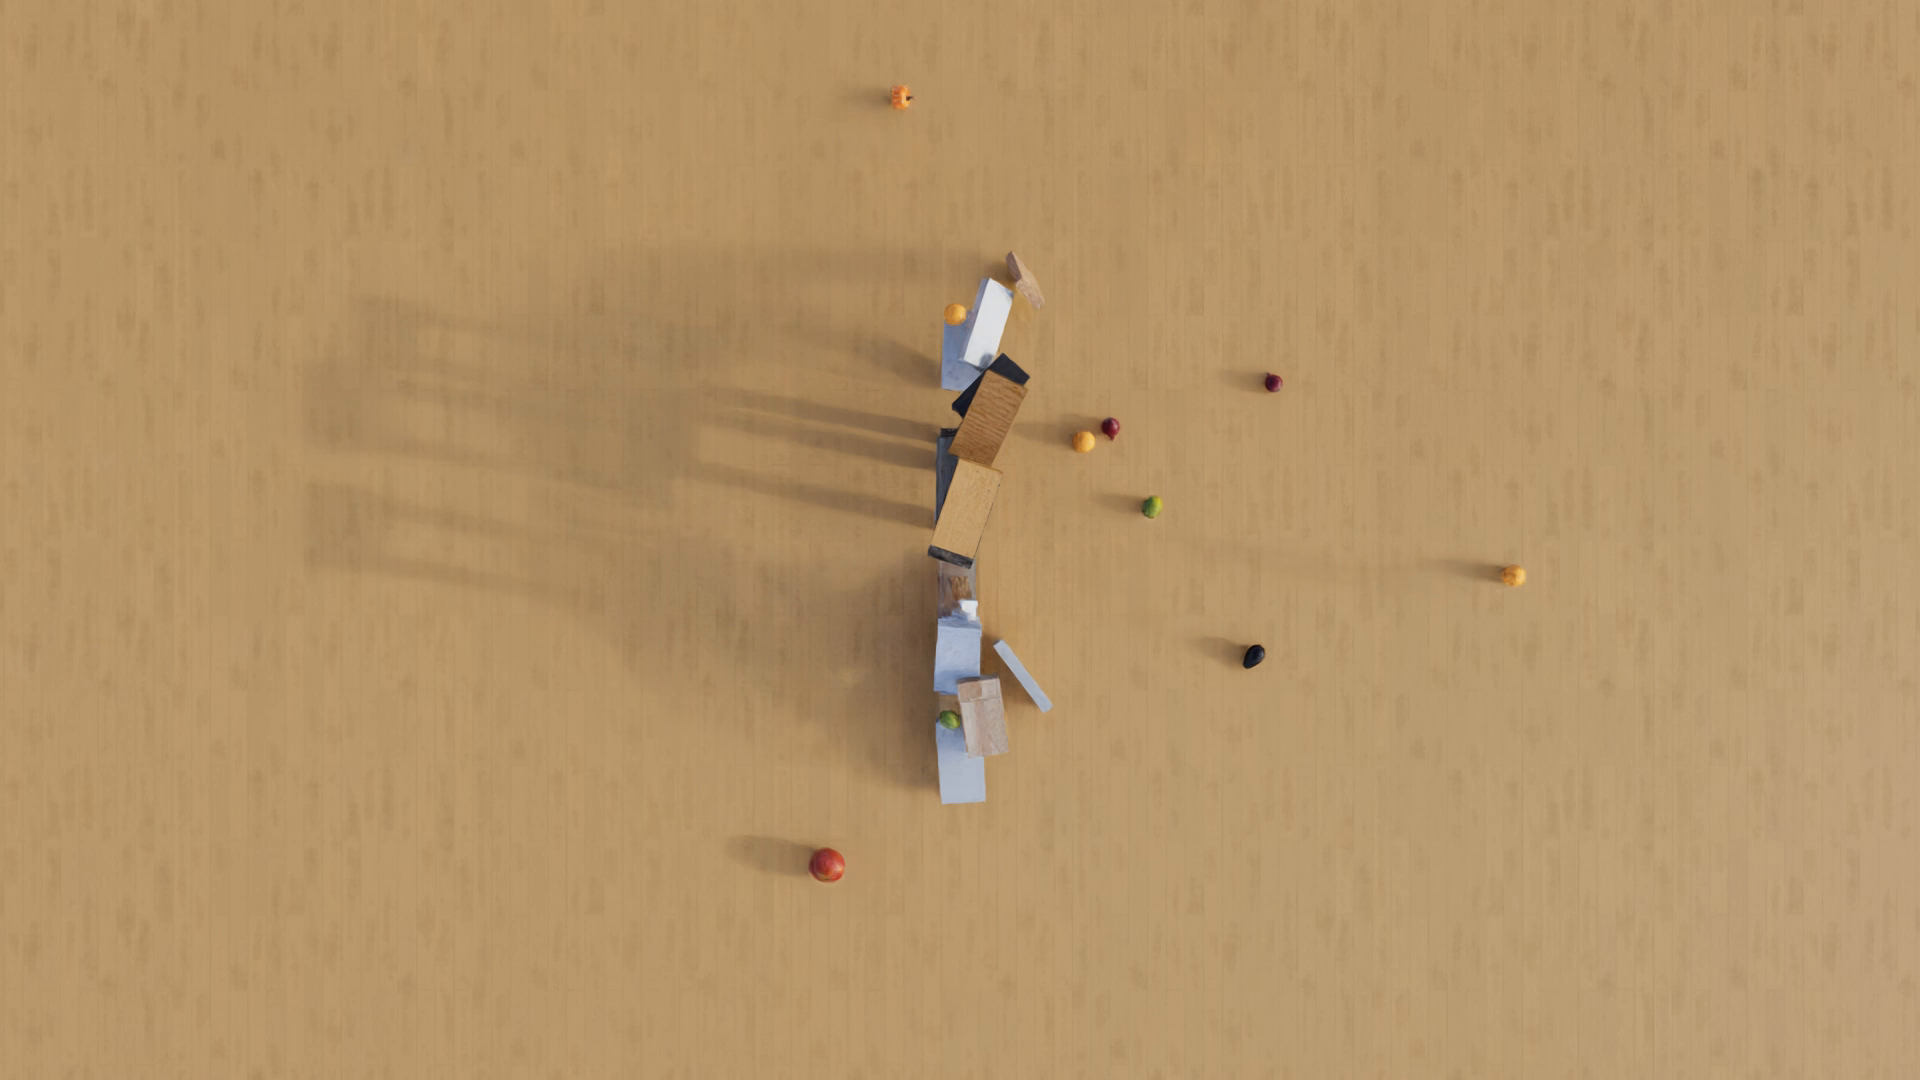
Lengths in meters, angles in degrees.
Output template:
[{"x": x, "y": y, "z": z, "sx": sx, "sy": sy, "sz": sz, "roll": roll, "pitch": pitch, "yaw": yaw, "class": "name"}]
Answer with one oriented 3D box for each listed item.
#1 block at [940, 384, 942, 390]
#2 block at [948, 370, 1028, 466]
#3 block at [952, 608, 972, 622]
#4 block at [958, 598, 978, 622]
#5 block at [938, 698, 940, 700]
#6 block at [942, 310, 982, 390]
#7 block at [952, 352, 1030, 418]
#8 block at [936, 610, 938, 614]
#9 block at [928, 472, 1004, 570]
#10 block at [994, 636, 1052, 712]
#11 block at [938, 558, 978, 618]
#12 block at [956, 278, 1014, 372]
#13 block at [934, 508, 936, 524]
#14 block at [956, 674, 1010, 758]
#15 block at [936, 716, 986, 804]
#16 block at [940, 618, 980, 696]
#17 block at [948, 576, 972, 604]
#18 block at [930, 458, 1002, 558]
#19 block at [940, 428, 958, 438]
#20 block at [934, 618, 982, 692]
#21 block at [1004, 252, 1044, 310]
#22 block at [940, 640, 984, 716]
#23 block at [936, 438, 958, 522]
[{"x": 0.008, "y": -0.604, "z": 5.406, "sx": 0.126, "sy": 0.036, "sz": 0.253, "roll": 5, "pitch": 129, "yaw": 0, "class": "block"}, {"x": 0.086, "y": -0.372, "z": 5.133, "sx": 0.141, "sy": 0.040, "sz": 0.283, "roll": 25, "pitch": 96, "yaw": -4, "class": "block"}, {"x": 0.009, "y": 0.276, "z": 5.224, "sx": 0.060, "sy": 0.017, "sz": 0.120, "roll": 17, "pitch": 132, "yaw": 27, "class": "block"}, {"x": 0.019, "y": 0.251, "z": 5.319, "sx": 0.060, "sy": 0.017, "sz": 0.120, "roll": 5, "pitch": 100, "yaw": -37, "class": "block"}, {"x": 0.006, "y": 0.671, "z": 5.479, "sx": 0.147, "sy": 0.042, "sz": 0.293, "roll": -1, "pitch": 90, "yaw": 0, "class": "block"}, {"x": 0.008, "y": -0.610, "z": 5.305, "sx": 0.126, "sy": 0.036, "sz": 0.253, "roll": 2, "pitch": 98, "yaw": 0, "class": "block"}, {"x": 0.097, "y": -0.467, "z": 5.222, "sx": 0.120, "sy": 0.034, "sz": 0.239, "roll": 42, "pitch": 79, "yaw": 7, "class": "block"}, {"x": -0.007, "y": 0.352, "z": 5.431, "sx": 0.126, "sy": 0.036, "sz": 0.252, "roll": -3, "pitch": 74, "yaw": -1, "class": "block"}, {"x": 0.016, "y": -0.082, "z": 5.141, "sx": 0.141, "sy": 0.040, "sz": 0.321, "roll": 18, "pitch": 102, "yaw": -4, "class": "block"}, {"x": 0.207, "y": 0.443, "z": 5.431, "sx": 0.039, "sy": 0.136, "sz": 0.273, "roll": -37, "pitch": 90, "yaw": 2, "class": "block"}, {"x": -0.009, "y": 0.188, "z": 5.442, "sx": 0.126, "sy": 0.036, "sz": 0.252, "roll": -2, "pitch": 73, "yaw": 0, "class": "block"}, {"x": 0.083, "y": -0.684, "z": 5.259, "sx": 0.120, "sy": 0.034, "sz": 0.276, "roll": 23, "pitch": 81, "yaw": -41, "class": "block"}, {"x": -0.009, "y": -0.066, "z": 5.356, "sx": 0.143, "sy": 0.285, "sz": 0.040, "roll": 0, "pitch": 84, "yaw": 0, "class": "block"}, {"x": 0.073, "y": 0.565, "z": 5.298, "sx": 0.136, "sy": 0.039, "sz": 0.273, "roll": -8, "pitch": 113, "yaw": 1, "class": "block"}, {"x": 0.003, "y": 0.719, "z": 5.406, "sx": 0.147, "sy": 0.042, "sz": 0.293, "roll": -4, "pitch": 107, "yaw": 1, "class": "block"}, {"x": 0.000, "y": 0.378, "z": 5.366, "sx": 0.126, "sy": 0.036, "sz": 0.252, "roll": 0, "pitch": 87, "yaw": 0, "class": "block"}, {"x": 0.003, "y": 0.165, "z": 5.382, "sx": 0.060, "sy": 0.120, "sz": 0.017, "roll": 2, "pitch": 130, "yaw": -14, "class": "block"}, {"x": 0.019, "y": -0.099, "z": 5.097, "sx": 0.141, "sy": 0.040, "sz": 0.283, "roll": 18, "pitch": 102, "yaw": -4, "class": "block"}, {"x": 0.001, "y": -0.339, "z": 5.374, "sx": 0.126, "sy": 0.253, "sz": 0.036, "roll": 0, "pitch": 90, "yaw": 0, "class": "block"}, {"x": -0.008, "y": 0.371, "z": 5.245, "sx": 0.136, "sy": 0.039, "sz": 0.273, "roll": 5, "pitch": 127, "yaw": 0, "class": "block"}, {"x": 0.209, "y": -0.845, "z": 5.366, "sx": 0.034, "sy": 0.239, "sz": 0.120, "roll": -37, "pitch": 119, "yaw": 14, "class": "block"}, {"x": 0.004, "y": 0.477, "z": 5.447, "sx": 0.147, "sy": 0.042, "sz": 0.293, "roll": -1, "pitch": 78, "yaw": 0, "class": "block"}, {"x": -0.004, "y": -0.178, "z": 5.192, "sx": 0.143, "sy": 0.040, "sz": 0.285, "roll": 1, "pitch": 90, "yaw": 0, "class": "block"}]
